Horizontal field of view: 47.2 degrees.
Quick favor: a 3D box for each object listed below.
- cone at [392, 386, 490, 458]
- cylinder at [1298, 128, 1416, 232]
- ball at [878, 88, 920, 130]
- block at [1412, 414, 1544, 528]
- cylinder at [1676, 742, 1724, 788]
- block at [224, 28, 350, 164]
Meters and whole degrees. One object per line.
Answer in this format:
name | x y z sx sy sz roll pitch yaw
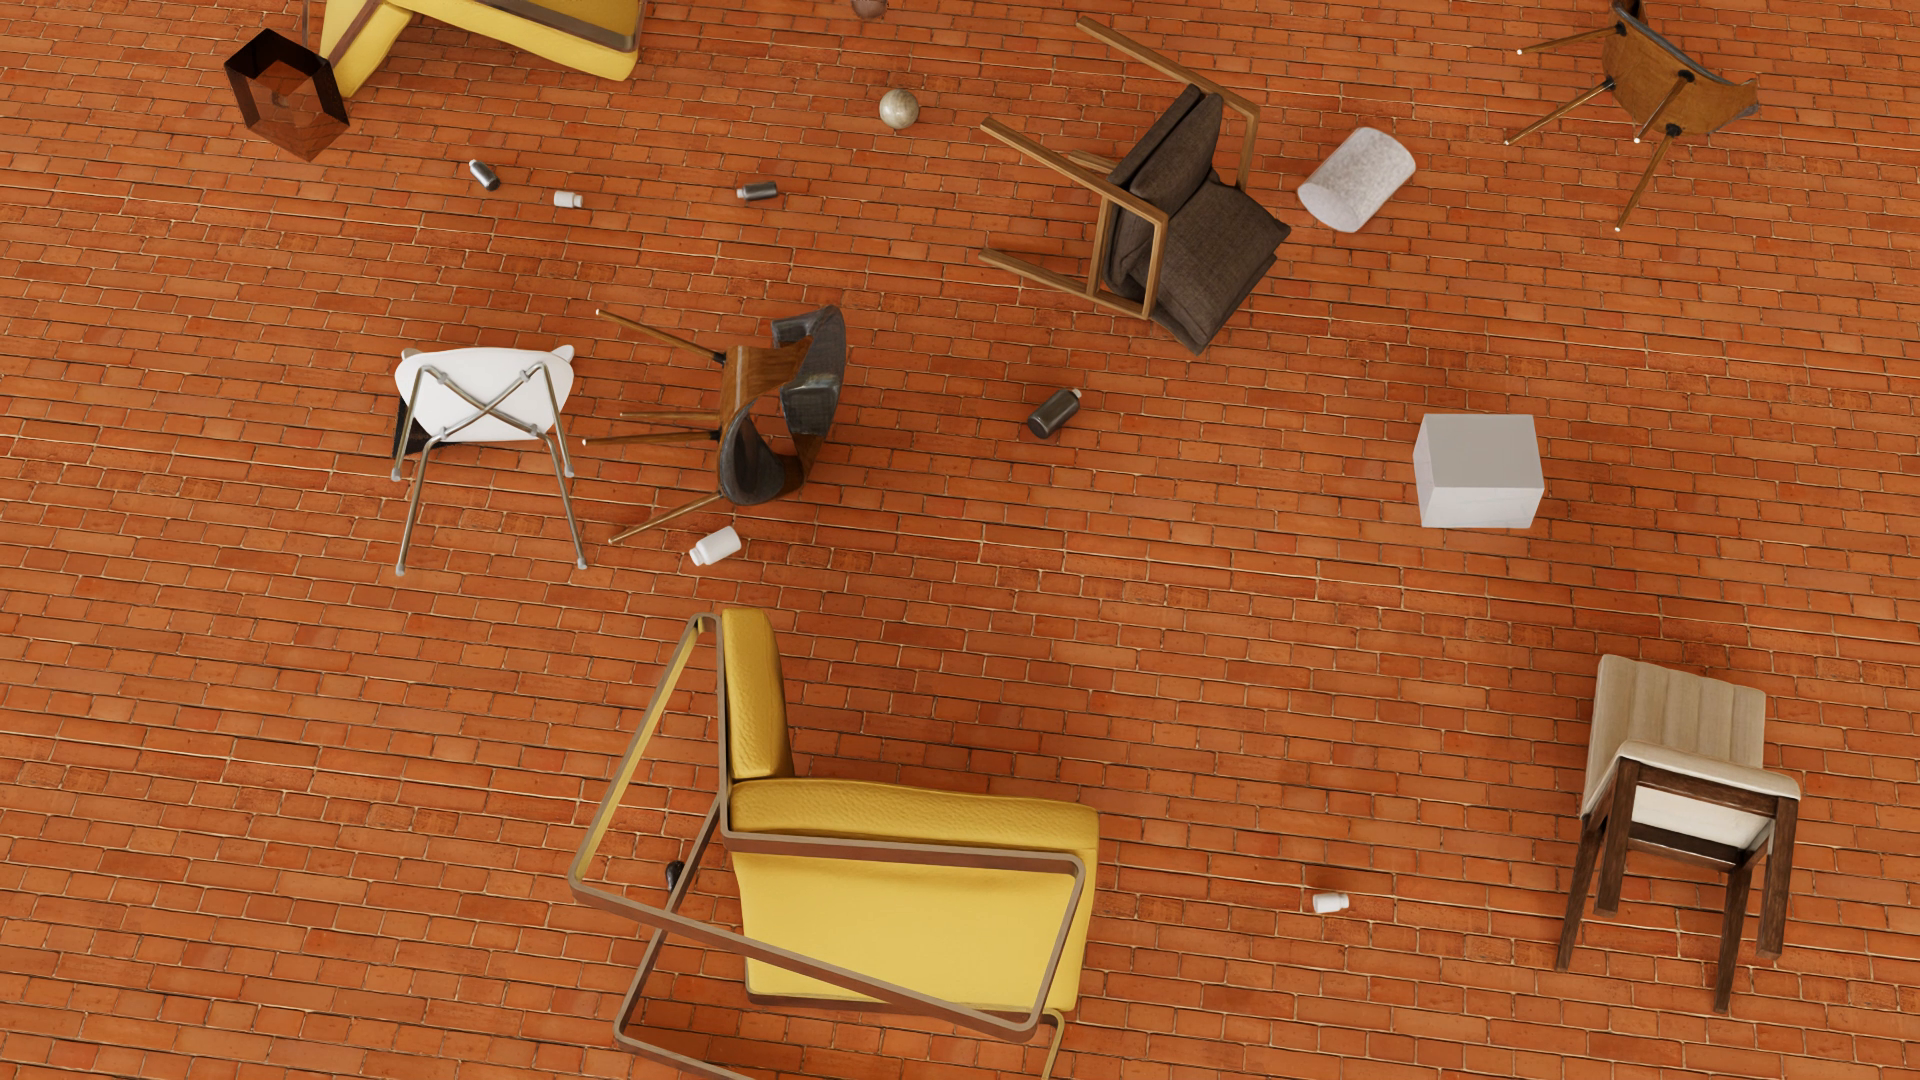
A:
cone | -1.582 -0.341 6.751 0.288 0.180 0.249 8 53 -16
cylinder | 1.314 -1.195 7.283 0.246 0.154 0.331 35 63 19
ball | -0.207 -1.465 7.475 0.137 0.137 0.137 0 56 0
block | 1.549 -0.207 6.588 0.323 0.207 0.270 1 56 0
cylinder | 2.058 0.626 6.115 0.113 0.063 0.111 -32 61 -20
block | -2.259 -1.494 7.392 0.281 0.305 0.205 29 61 18
